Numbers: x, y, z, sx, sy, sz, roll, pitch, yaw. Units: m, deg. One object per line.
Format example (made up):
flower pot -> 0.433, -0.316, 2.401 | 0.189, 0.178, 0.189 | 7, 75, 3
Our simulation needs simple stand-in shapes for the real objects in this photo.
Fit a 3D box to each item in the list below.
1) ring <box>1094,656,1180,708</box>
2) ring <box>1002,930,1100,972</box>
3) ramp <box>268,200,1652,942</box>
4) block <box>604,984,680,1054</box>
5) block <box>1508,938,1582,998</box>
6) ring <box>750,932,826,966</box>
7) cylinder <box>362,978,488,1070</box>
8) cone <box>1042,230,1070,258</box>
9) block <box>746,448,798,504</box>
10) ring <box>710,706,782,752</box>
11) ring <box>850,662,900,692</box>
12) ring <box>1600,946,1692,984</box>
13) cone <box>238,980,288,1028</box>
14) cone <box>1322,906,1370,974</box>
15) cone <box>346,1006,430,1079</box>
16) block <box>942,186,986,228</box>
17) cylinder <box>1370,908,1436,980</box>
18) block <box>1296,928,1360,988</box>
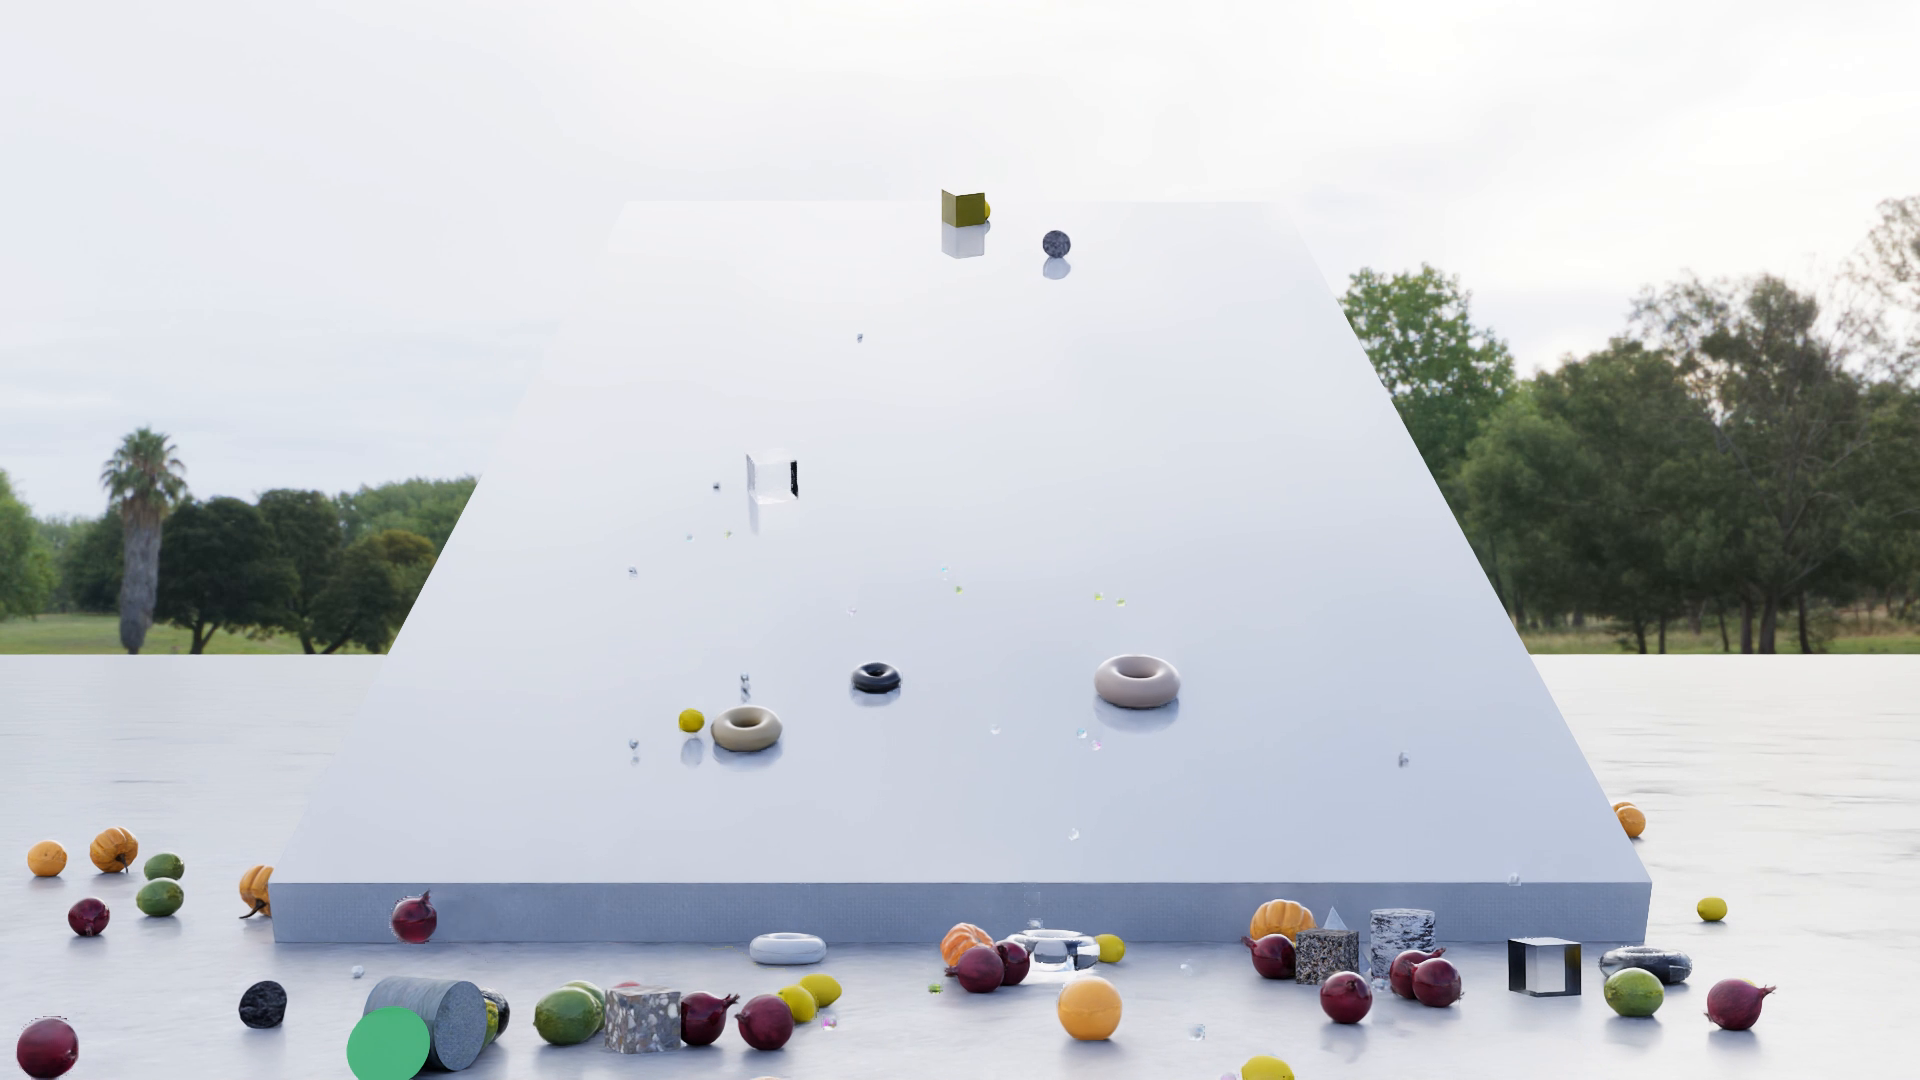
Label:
ring -> 0.299, 0.238, 3.885 | 0.148, 0.049, 0.148 | 1, 21, 0
ring -> 0.122, 0.553, 3.103 | 0.134, 0.045, 0.134 | 1, -2, 0
ramp -> -0.007, -0.223, 5.192 | 2.000, 0.100, 4.000 | 0, 22, 0
block -> -0.341, 0.514, 2.473 | 0.061, 0.061, 0.061 | 2, -3, -31
block -> 0.728, 0.532, 2.868 | 0.064, 0.064, 0.064 | 1, -3, -19
ring -> -0.235, 0.560, 3.150 | 0.106, 0.035, 0.106 | 1, -3, 0
cylinder -> -0.548, 0.495, 2.361 | 0.090, 0.090, 0.090 | -3, -4, 25
cone -> 0.264, -0.823, 6.467 | 0.082, 0.082, 0.082 | 0, -4, -7
block -> -0.386, -0.131, 4.726 | 0.085, 0.085, 0.085 | -8, 24, -18
ring -> -0.346, 0.305, 3.731 | 0.116, 0.039, 0.116 | 0, 24, 0
ring -> -0.143, 0.234, 3.918 | 0.086, 0.029, 0.086 | 1, 21, 0
ring -> 0.886, 0.549, 2.975 | 0.116, 0.039, 0.116 | -1, -3, 0
cone -> -0.785, 0.540, 2.631 | 0.057, 0.057, 0.057 | 0, -29, 9
cone -> 0.492, 0.520, 3.020 | 0.084, 0.084, 0.084 | -7, 8, 1
cone -> -0.563, 0.519, 2.303 | 0.082, 0.082, 0.082 | 0, -29, 0
block -> 0.009, -0.981, 6.772 | 0.096, 0.096, 0.096 | -11, 25, -25
cylinder -> 0.580, 0.529, 3.013 | 0.083, 0.083, 0.083 | 0, -3, 0
block -> 0.472, 0.536, 2.957 | 0.064, 0.064, 0.064 | -1, -3, 27
